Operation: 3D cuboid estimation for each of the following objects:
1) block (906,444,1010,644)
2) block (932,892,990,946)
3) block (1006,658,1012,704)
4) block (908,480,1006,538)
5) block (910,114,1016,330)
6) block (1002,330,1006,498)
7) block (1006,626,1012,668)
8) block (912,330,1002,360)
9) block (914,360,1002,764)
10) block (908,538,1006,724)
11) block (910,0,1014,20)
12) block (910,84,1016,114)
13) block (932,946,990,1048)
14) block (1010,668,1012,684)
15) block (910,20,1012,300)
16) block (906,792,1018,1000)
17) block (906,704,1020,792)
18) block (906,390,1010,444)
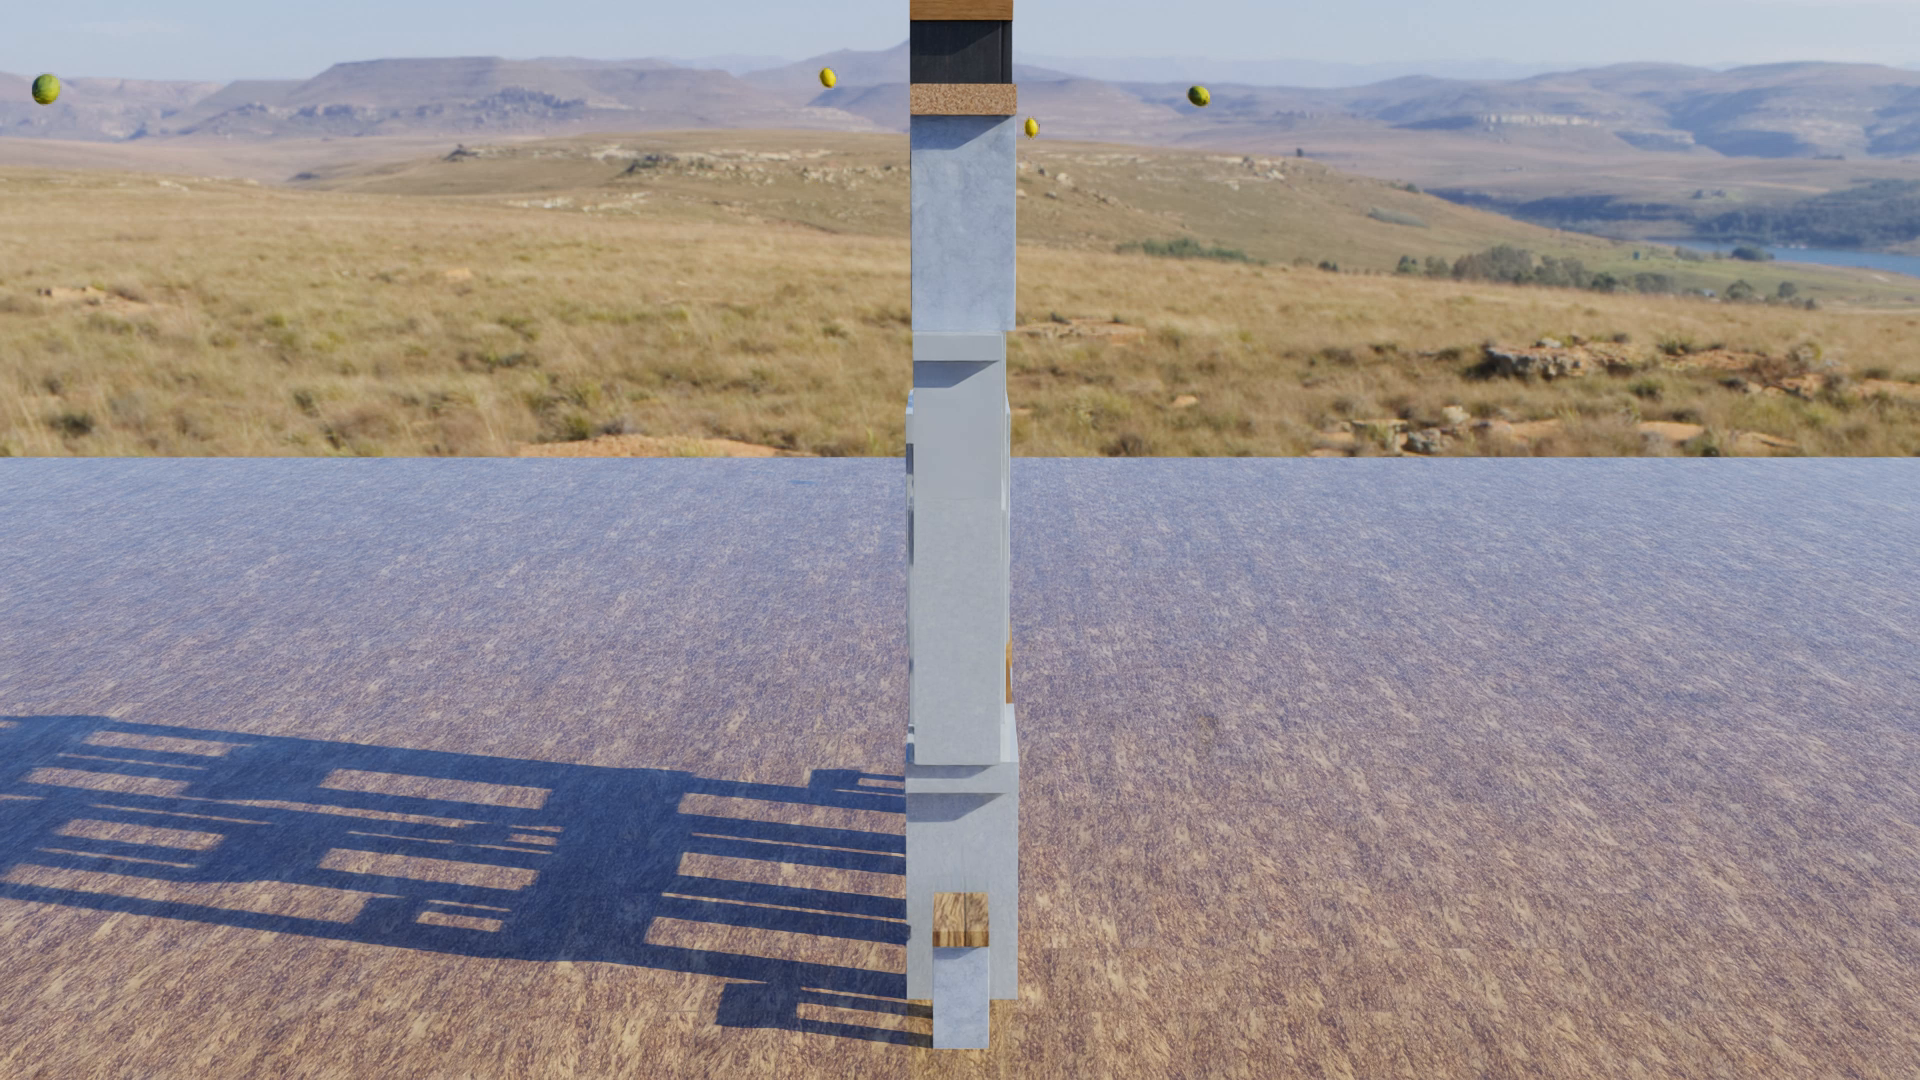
[{"bbox_3d":[-0.004,0.000,3.726,0.174,0.347,0.049,0,11,0],"label":"block"},{"bbox_3d":[0.001,0.531,3.080,0.077,0.022,0.155,0,11,0],"label":"block"},{"bbox_3d":[0.004,0.254,3.609,0.159,0.045,0.319,0,11,0],"label":"block"},{"bbox_3d":[-0.004,-0.050,3.384,0.145,0.041,0.291,0,11,0],"label":"block"},{"bbox_3d":[0.005,-0.437,3.032,0.143,0.293,0.041,0,11,0],"label":"block"},{"bbox_3d":[0.005,-0.183,3.550,0.138,0.574,0.039,0,11,0],"label":"block"},{"bbox_3d":[0.003,0.163,3.935,0.173,0.049,0.346,0,11,0],"label":"block"},{"bbox_3d":[-0.004,-0.282,3.097,0.122,0.034,0.243,0,11,0],"label":"block"},{"bbox_3d":[-0.003,0.032,3.073,0.121,0.575,0.034,0,11,0],"label":"block"},{"bbox_3d":[-0.004,0.131,3.319,0.145,0.291,0.041,0,11,0],"label":"block"},{"bbox_3d":[0.001,-0.811,3.365,0.152,0.043,0.303,0,11,0],"label":"block"},{"bbox_3d":[0.004,-0.619,3.096,0.143,0.041,0.286,0,11,0],"label":"block"},{"bbox_3d":[0.001,0.627,3.045,0.077,0.155,0.022,0,11,0],"label":"block"},{"bbox_3d":[0.003,0.379,3.858,0.173,0.346,0.049,0,11,0],"label":"block"},{"bbox_3d":[0.002,-0.562,3.309,0.152,0.425,0.043,0,11,0],"label":"block"},{"bbox_3d":[0.003,0.510,3.215,0.162,0.324,0.046,0,11,0],"label":"block"},{"bbox_3d":[0.003,0.308,3.287,0.162,0.046,0.324,0,11,0],"label":"block"},{"bbox_3d":[-0.004,-0.216,3.804,0.174,0.049,0.347,0,11,0],"label":"block"}]
